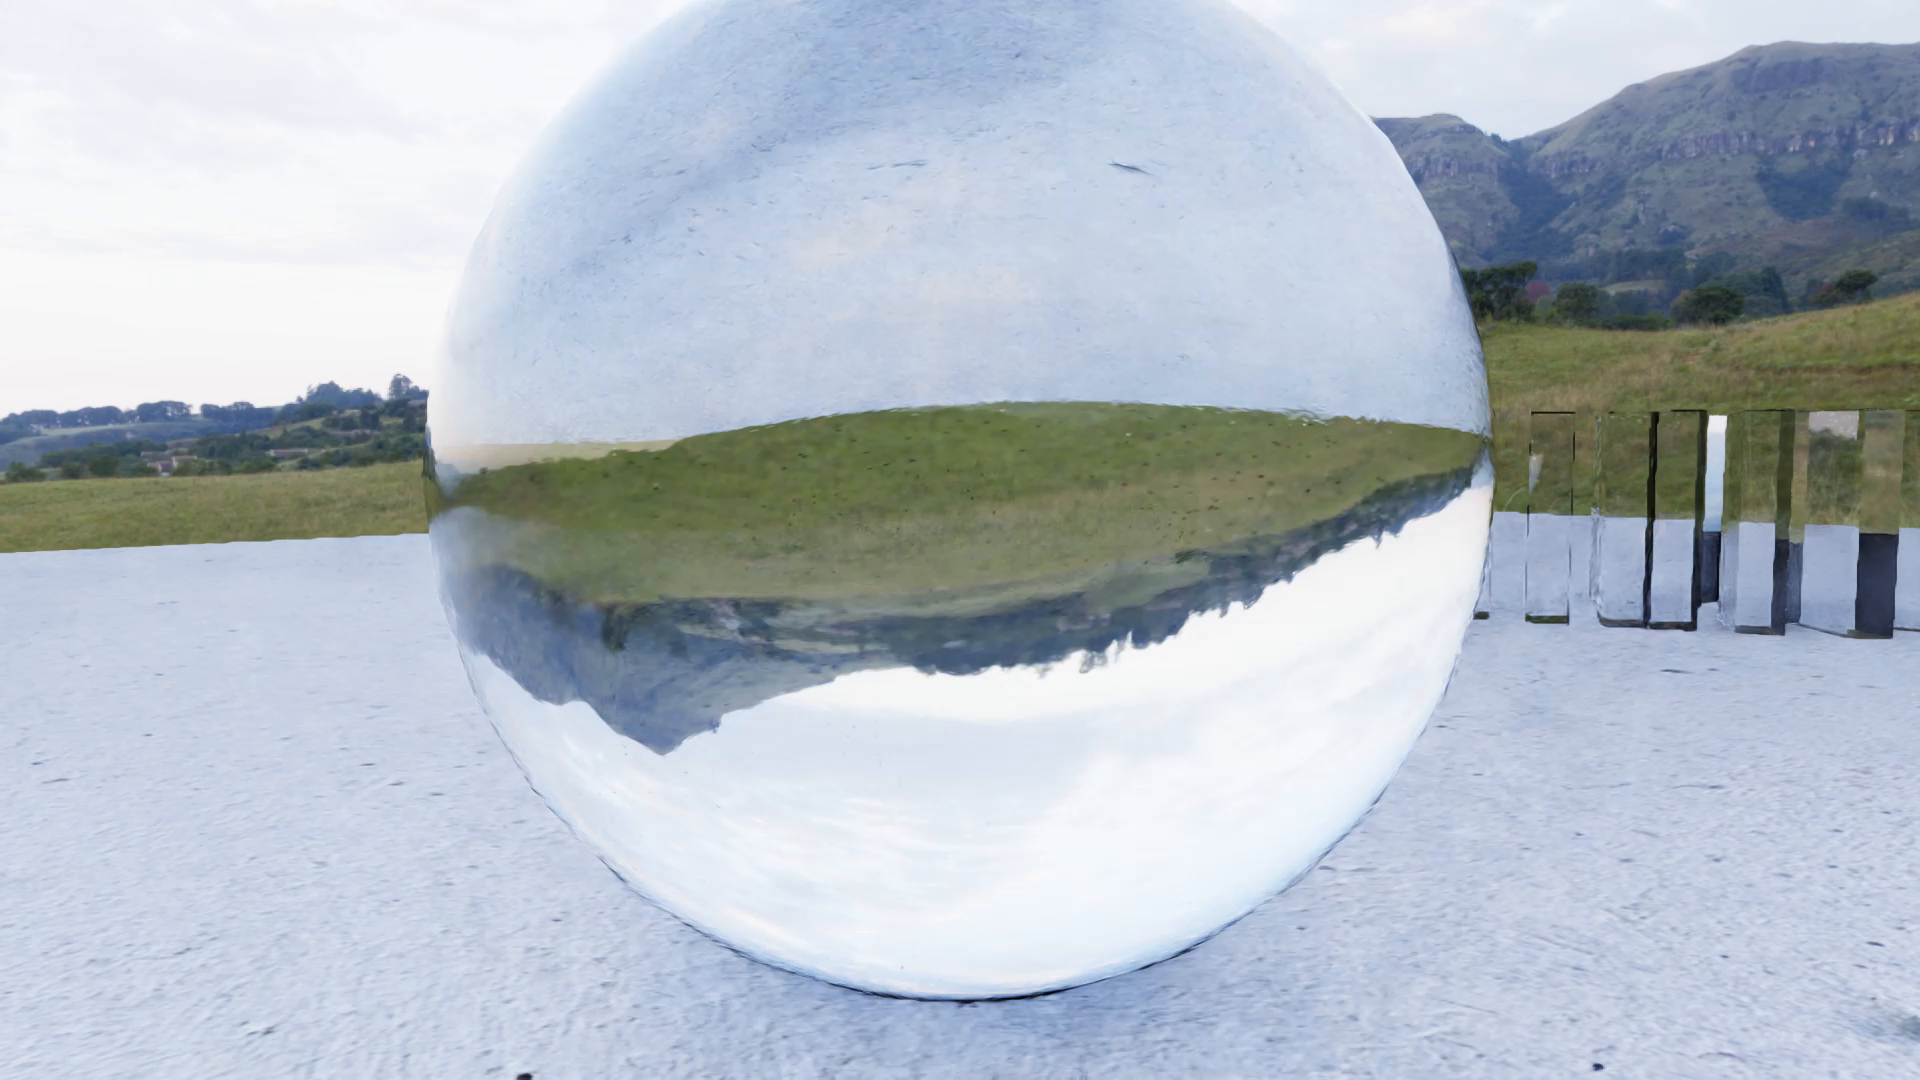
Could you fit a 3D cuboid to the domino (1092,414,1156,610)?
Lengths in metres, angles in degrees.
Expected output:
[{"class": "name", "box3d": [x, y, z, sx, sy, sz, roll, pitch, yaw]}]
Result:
[{"class": "domino", "box3d": [0.043, -0.008, 0.341, 0.010, 0.050, 0.025, -1, 4, -10]}]

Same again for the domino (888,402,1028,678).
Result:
[{"class": "domino", "box3d": [0.000, 0.000, 0.236, 0.025, 0.050, 0.009, 0, 4, 0]}]

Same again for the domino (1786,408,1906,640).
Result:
[{"class": "domino", "box3d": [0.200, -0.004, 0.291, 0.009, 0.050, 0.025, 0, 4, 6]}]

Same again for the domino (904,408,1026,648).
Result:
[{"class": "domino", "box3d": [0.001, -0.003, 0.271, 0.025, 0.050, 0.009, 0, 4, 5]}]

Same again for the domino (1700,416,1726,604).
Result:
[{"class": "domino", "box3d": [0.196, -0.009, 0.354, 0.009, 0.050, 0.025, -2, 5, -25]}]

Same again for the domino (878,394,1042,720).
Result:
[{"class": "domino", "box3d": [0.000, 0.002, 0.201, 0.025, 0.050, 0.010, 0, 4, 0]}]

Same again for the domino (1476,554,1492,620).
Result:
[{"class": "domino", "box3d": [0.128, -0.007, 0.321, 0.009, 0.050, 0.025, 2, 5, 24]}]

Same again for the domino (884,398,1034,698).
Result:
[{"class": "domino", "box3d": [0.000, 0.001, 0.218, 0.025, 0.050, 0.009, 0, 4, -1]}]

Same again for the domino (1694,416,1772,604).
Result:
[{"class": "domino", "box3d": [0.213, -0.009, 0.354, 0.010, 0.050, 0.025, 1, 4, 13]}]

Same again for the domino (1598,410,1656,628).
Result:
[{"class": "domino", "box3d": [0.159, -0.005, 0.307, 0.009, 0.050, 0.025, 2, 5, 25]}]

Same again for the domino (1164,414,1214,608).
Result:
[{"class": "domino", "box3d": [0.061, -0.008, 0.342, 0.010, 0.050, 0.025, 0, 4, 4]}]

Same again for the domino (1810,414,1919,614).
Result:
[{"class": "domino", "box3d": [0.233, -0.007, 0.327, 0.025, 0.050, 0.010, -1, 4, -7]}]

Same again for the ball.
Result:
[{"class": "ball", "box3d": [0.000, -0.005, 0.103, 0.080, 0.080, 0.080, 0, 4, 0]}]

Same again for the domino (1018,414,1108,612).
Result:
[{"class": "domino", "box3d": [0.027, -0.008, 0.335, 0.010, 0.050, 0.025, -3, 5, -34]}]

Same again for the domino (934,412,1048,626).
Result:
[{"class": "domino", "box3d": [0.007, -0.005, 0.306, 0.025, 0.050, 0.009, 1, 5, 19]}]

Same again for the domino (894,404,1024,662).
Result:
[{"class": "domino", "box3d": [0.000, -0.001, 0.254, 0.025, 0.050, 0.010, 0, 4, 2]}]

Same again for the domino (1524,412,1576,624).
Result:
[{"class": "domino", "box3d": [0.144, -0.006, 0.314, 0.010, 0.050, 0.025, 2, 5, 25]}]

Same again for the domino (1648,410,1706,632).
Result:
[{"class": "domino", "box3d": [0.168, -0.005, 0.303, 0.009, 0.050, 0.025, 2, 5, 24]}]

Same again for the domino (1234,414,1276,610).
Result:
[{"class": "domino", "box3d": [0.078, -0.008, 0.339, 0.009, 0.050, 0.025, 1, 4, 14]}]

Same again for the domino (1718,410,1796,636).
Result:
[{"class": "domino", "box3d": [0.183, -0.005, 0.296, 0.010, 0.050, 0.025, 2, 5, 22]}]

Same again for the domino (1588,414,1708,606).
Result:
[{"class": "domino", "box3d": [0.183, -0.008, 0.342, 0.025, 0.050, 0.010, 1, 4, 16]}]

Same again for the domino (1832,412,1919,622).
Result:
[{"class": "domino", "box3d": [0.228, -0.006, 0.310, 0.025, 0.050, 0.010, 3, 5, 31]}]

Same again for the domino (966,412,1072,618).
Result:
[{"class": "domino", "box3d": [0.015, -0.007, 0.322, 0.025, 0.050, 0.009, 3, 5, 32]}]

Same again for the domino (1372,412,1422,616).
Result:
[{"class": "domino", "box3d": [0.112, -0.007, 0.328, 0.009, 0.050, 0.025, 2, 5, 21]}]

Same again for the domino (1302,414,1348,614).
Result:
[{"class": "domino", "box3d": [0.095, -0.007, 0.334, 0.010, 0.050, 0.025, 1, 5, 19]}]

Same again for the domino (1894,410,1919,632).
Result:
[{"class": "domino", "box3d": [0.217, -0.005, 0.297, 0.009, 0.050, 0.025, -3, 5, -38]}]

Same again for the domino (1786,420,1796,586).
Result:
[{"class": "domino", "box3d": [0.226, -0.008, 0.343, 0.025, 0.050, 0.009, -3, 5, -34]}]

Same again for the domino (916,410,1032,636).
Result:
[{"class": "domino", "box3d": [0.003, -0.004, 0.289, 0.025, 0.050, 0.009, 1, 4, 9]}]
